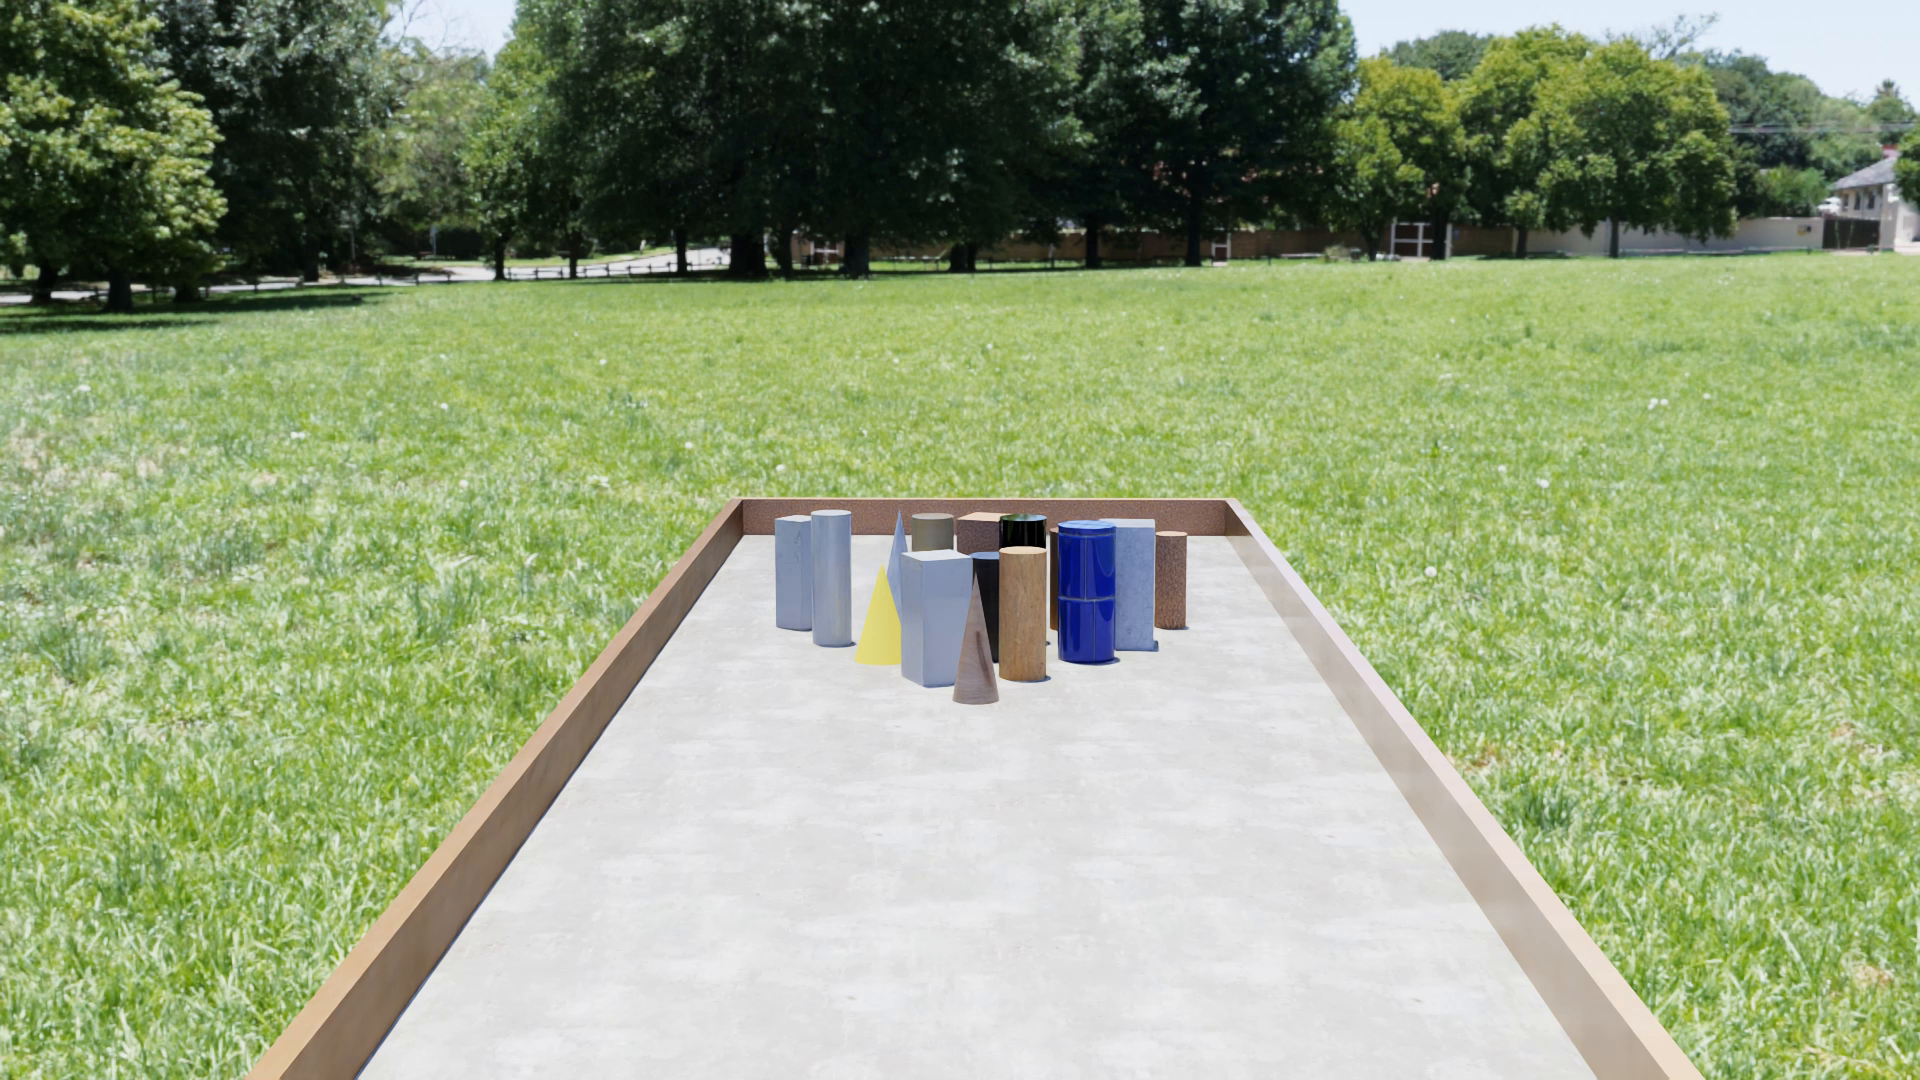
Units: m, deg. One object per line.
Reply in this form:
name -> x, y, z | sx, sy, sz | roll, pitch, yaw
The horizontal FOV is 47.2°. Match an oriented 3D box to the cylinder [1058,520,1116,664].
cylinder -> 0.386, 0.157, 6.700 | 0.176, 0.413, 0.176 | 0, 9, 0

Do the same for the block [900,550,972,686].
block -> -0.068, 0.226, 6.411 | 0.157, 0.368, 0.157 | -4, 10, -25

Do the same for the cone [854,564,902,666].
cone -> -0.236, 0.214, 6.686 | 0.172, 0.305, 0.172 | 0, 9, 0

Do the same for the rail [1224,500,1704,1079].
rail -> 1.046, 0.843, 3.208 | 0.050, 0.150, 12.000 | 0, 9, 1

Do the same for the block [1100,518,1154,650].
block -> 0.522, 0.137, 6.908 | 0.173, 0.386, 0.173 | 1, 9, 4

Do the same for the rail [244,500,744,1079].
rail -> -1.004, 0.839, 3.234 | 0.050, 0.150, 12.000 | 0, 9, 1

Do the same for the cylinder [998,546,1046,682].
cylinder -> 0.184, 0.216, 6.450 | 0.139, 0.375, 0.139 | 0, 9, 0

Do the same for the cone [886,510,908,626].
cone -> -0.197, 0.090, 7.193 | 0.154, 0.392, 0.154 | 0, 9, 0

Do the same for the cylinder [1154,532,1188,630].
cylinder -> 0.689, 0.131, 7.197 | 0.103, 0.308, 0.103 | 0, 9, 0

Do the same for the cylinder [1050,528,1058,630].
cylinder -> 0.375, 0.127, 7.175 | 0.163, 0.323, 0.163 | 0, 9, 0

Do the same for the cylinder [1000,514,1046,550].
cylinder -> 0.197, 0.125, 6.947 | 0.149, 0.398, 0.149 | 0, 9, 0

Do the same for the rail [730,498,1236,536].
rail -> 0.099, -0.098, 9.147 | 2.100, 0.150, 0.050 | 0, 9, 1

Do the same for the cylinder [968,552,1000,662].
cylinder -> 0.096, 0.204, 6.710 | 0.141, 0.317, 0.141 | 0, 9, 0

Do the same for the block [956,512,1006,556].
block -> 0.099, 0.103, 7.208 | 0.168, 0.361, 0.168 | 4, 10, 22

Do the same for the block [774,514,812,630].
block -> -0.524, 0.107, 7.191 | 0.112, 0.359, 0.112 | 7, 11, 36

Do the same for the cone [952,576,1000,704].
cone -> 0.044, 0.268, 6.153 | 0.134, 0.365, 0.134 | 0, 9, 0

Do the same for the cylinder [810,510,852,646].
cylinder -> -0.405, 0.119, 6.933 | 0.126, 0.415, 0.126 | 0, 9, 0

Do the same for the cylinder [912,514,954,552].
cylinder -> -0.086, 0.126, 6.918 | 0.133, 0.406, 0.133 | 0, 9, 0
